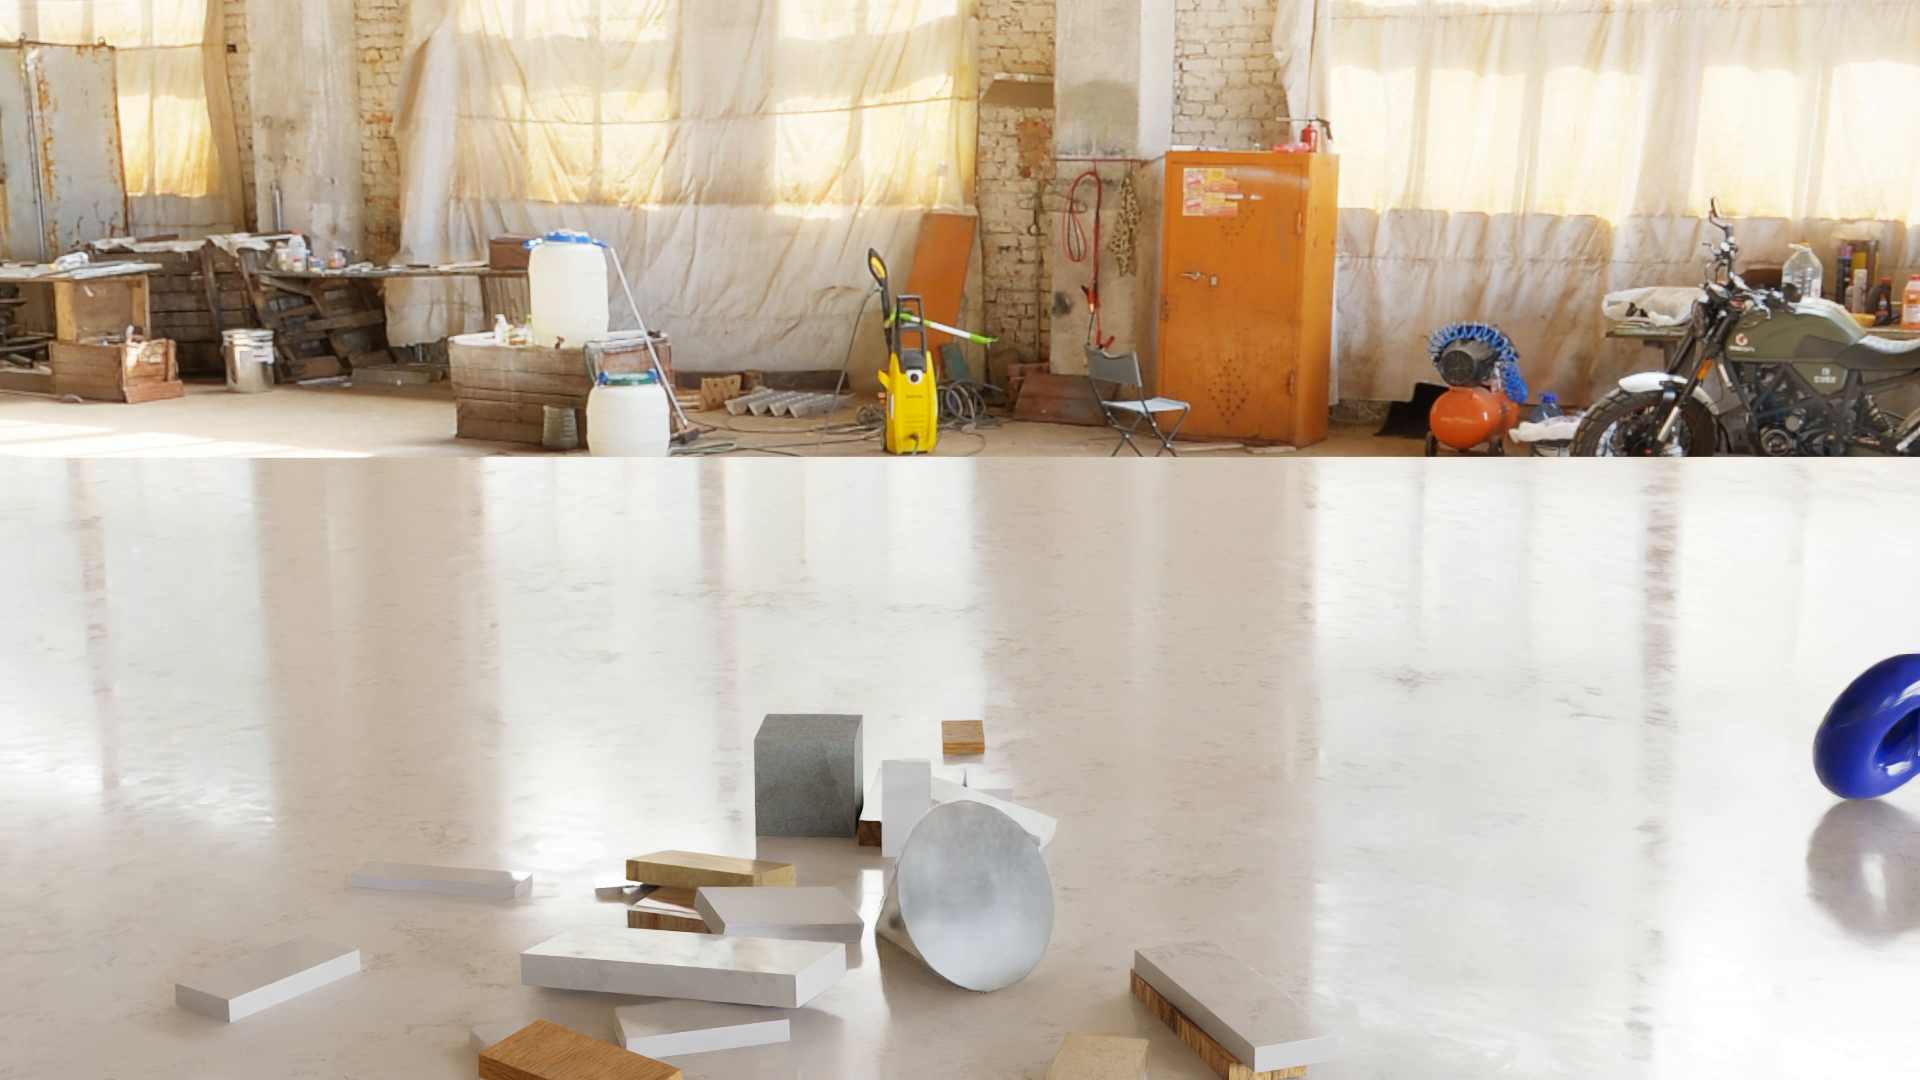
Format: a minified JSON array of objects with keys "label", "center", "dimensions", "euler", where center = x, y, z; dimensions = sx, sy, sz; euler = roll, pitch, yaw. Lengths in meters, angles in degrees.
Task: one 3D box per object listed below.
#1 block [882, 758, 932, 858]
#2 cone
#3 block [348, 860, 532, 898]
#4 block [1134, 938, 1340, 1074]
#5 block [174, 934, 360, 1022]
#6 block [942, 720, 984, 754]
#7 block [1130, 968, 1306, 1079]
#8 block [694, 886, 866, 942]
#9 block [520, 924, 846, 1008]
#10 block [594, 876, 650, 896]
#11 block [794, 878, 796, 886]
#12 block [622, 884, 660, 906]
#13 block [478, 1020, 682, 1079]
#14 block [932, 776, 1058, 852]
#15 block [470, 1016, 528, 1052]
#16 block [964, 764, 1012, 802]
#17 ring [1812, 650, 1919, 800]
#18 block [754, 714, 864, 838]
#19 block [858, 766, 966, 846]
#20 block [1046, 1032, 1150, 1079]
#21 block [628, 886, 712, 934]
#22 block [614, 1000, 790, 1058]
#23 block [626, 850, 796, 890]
[{"label":"block","center":[-0.094,0.469,3.848],"dimensions":[0.086,0.172,0.024],"euler":[-1,11,-3]},{"label":"cone","center":[-0.056,0.575,3.396],"dimensions":[0.287,0.287,0.287],"euler":[-9,-13,-39]},{"label":"block","center":[-0.876,0.572,3.708],"dimensions":[0.300,0.020,0.072],"euler":[2,11,12]},{"label":"block","center":[0.381,0.648,3.085],"dimensions":[0.126,0.036,0.378],"euler":[-4,11,-20]},{"label":"block","center":[-1.025,0.648,3.264],"dimensions":[0.120,0.034,0.239],"euler":[7,13,33]},{"label":"block","center":[0.006,0.409,4.576],"dimensions":[0.086,0.024,0.172],"euler":[0,11,-1]},{"label":"block","center":[0.359,0.678,3.109],"dimensions":[0.113,0.032,0.352],"euler":[-3,11,-17]},{"label":"block","center":[-0.282,0.585,3.433],"dimensions":[0.239,0.034,0.120],"euler":[5,18,-30]},{"label":"block","center":[-0.408,0.624,3.235],"dimensions":[0.449,0.048,0.168],"euler":[0,5,21]},{"label":"block","center":[-0.561,0.578,3.691],"dimensions":[0.103,0.015,0.051],"euler":[-2,11,-12]},{"label":"block","center":[-0.330,0.580,3.685],"dimensions":[0.103,0.015,0.051],"euler":[1,11,4]},{"label":"block","center":[-0.503,0.586,3.649],"dimensions":[0.103,0.015,0.051],"euler":[-5,11,-24]},{"label":"block","center":[-0.502,0.703,2.900],"dimensions":[0.242,0.034,0.121],"euler":[11,17,29]},{"label":"block","center":[0.038,0.489,3.922],"dimensions":[0.252,0.036,0.126],"euler":[18,12,13]},{"label":"block","center":[-0.616,0.698,3.030],"dimensions":[0.072,0.020,0.144],"euler":[-7,12,-32]},{"label":"block","center":[0.054,0.468,4.257],"dimensions":[0.086,0.024,0.172],"euler":[0,11,-1]},{"label":"ring","center":[1.741,0.349,4.128],"dimensions":[0.325,0.325,0.108],"euler":[-6,36,-30]},{"label":"block","center":[-0.275,0.430,4.035],"dimensions":[0.181,0.181,0.181],"euler":[0,11,2]},{"label":"block","center":[-0.084,0.491,4.069],"dimensions":[0.168,0.048,0.337],"euler":[1,11,4]},{"label":"block","center":[0.177,0.715,2.906],"dimensions":[0.114,0.032,0.228],"euler":[2,11,13]},{"label":"block","center":[-0.396,0.601,3.515],"dimensions":[0.239,0.034,0.120],"euler":[4,11,20]},{"label":"block","center":[-0.364,0.681,3.091],"dimensions":[0.228,0.032,0.114],"euler":[-3,11,-17]},{"label":"block","center":[-0.415,0.552,3.648],"dimensions":[0.252,0.036,0.126],"euler":[2,1,27]}]
